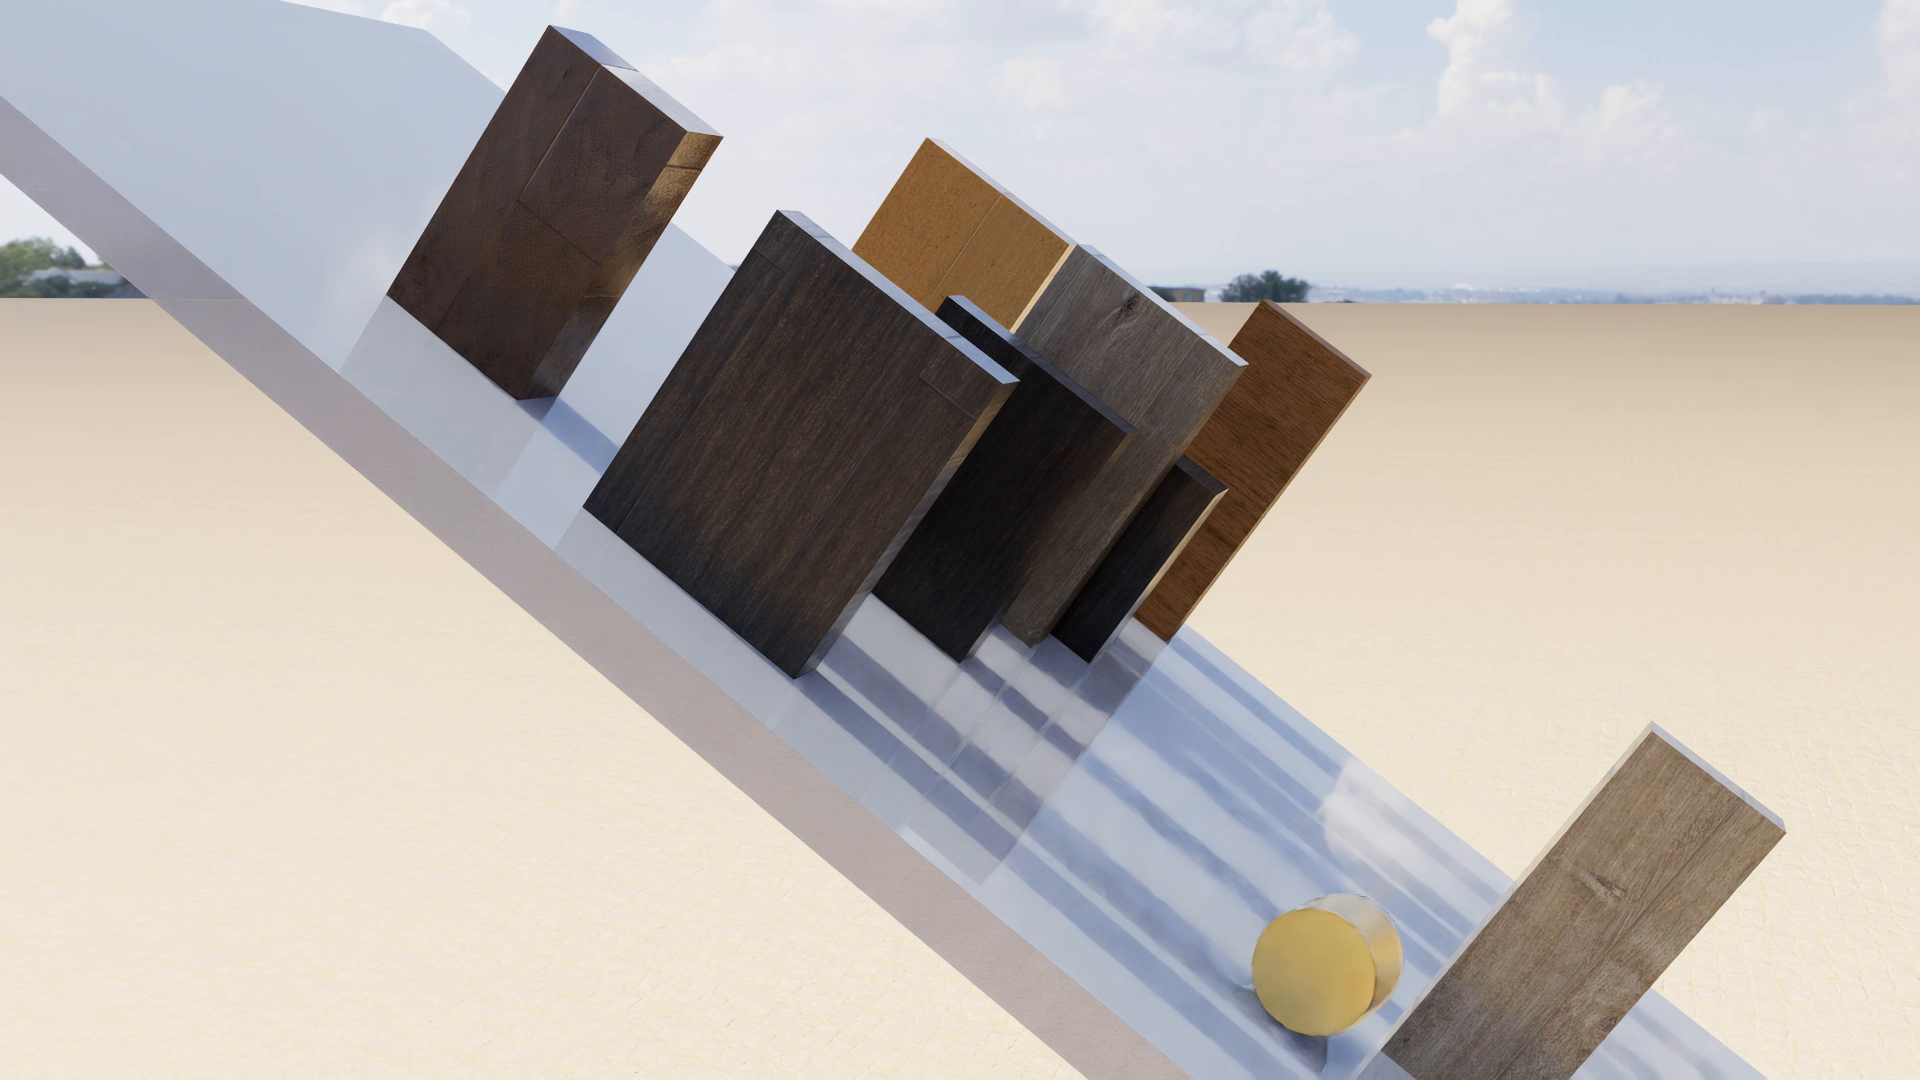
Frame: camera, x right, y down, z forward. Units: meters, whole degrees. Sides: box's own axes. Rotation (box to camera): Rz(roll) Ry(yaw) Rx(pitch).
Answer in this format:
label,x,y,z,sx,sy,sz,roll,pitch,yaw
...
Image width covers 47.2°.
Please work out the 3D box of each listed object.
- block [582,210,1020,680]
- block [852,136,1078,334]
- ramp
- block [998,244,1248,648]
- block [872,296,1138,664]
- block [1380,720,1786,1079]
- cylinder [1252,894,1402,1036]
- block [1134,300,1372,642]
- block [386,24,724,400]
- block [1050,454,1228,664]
label,x,y,z,sx,sy,sz,roll,pitch,yaw
block,-0.245,-0.143,3.305,0.427,0.554,0.092,38,16,10
block,-0.077,-0.477,4.556,0.371,0.596,0.098,38,16,10
ramp,-0.072,0.137,4.073,4.000,0.100,2.000,38,16,10
block,0.188,-0.174,4.115,0.372,0.657,0.105,38,16,10
block,0.002,-0.106,3.817,0.389,0.500,0.089,38,16,10
block,0.956,0.615,3.403,0.242,0.664,0.084,38,16,10
cylinder,0.563,0.645,3.361,0.189,0.189,0.189,3,0,23
block,0.551,-0.147,4.700,0.271,0.707,0.106,38,16,10
block,-0.667,-0.532,3.609,0.293,0.528,0.145,38,16,10
block,0.281,-0.014,4.293,0.274,0.415,0.143,38,16,10
